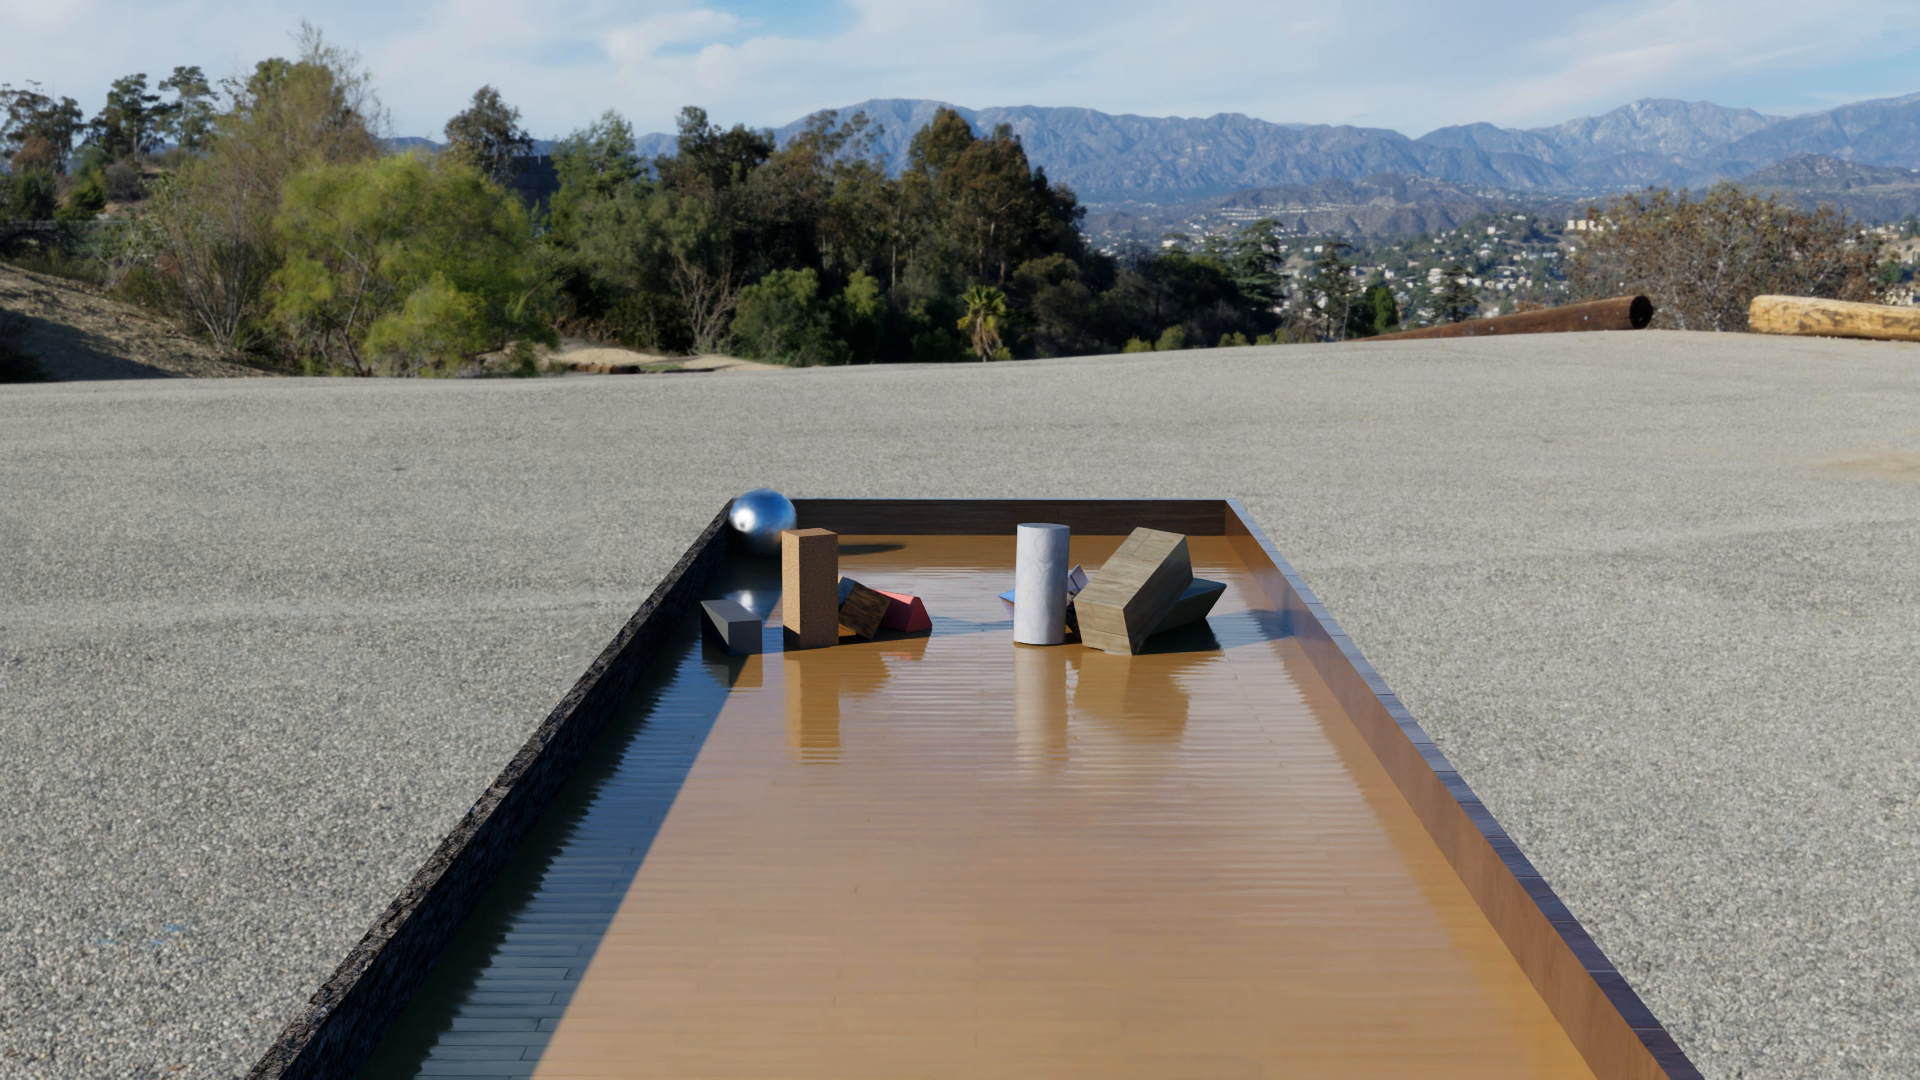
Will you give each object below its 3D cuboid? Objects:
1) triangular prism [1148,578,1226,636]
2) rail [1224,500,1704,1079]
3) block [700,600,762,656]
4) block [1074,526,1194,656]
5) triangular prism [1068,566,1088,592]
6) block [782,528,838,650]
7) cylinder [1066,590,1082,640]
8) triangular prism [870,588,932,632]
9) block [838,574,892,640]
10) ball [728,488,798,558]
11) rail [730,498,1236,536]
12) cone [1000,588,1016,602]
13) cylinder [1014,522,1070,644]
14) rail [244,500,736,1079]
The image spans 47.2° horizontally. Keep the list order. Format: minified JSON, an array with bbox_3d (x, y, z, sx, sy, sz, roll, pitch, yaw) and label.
[{"bbox_3d":[0.689,0.191,7.191,0.127,0.147,0.413,44,30,23],"label":"triangular prism"},{"bbox_3d":[1.046,0.843,3.208,0.050,0.150,12.000,0,9,1],"label":"rail"},{"bbox_3d":[-0.723,0.274,6.937,0.107,0.107,0.373,-3,10,-19],"label":"block"},{"bbox_3d":[0.548,0.157,6.902,0.176,0.176,0.412,10,39,33],"label":"block"},{"bbox_3d":[0.380,0.167,7.640,0.108,0.093,0.451,1,9,11],"label":"triangular prism"},{"bbox_3d":[-0.471,0.151,6.920,0.133,0.355,0.133,-5,10,-27],"label":"block"},{"bbox_3d":[0.391,0.244,7.117,0.111,0.111,0.312,-1,9,-7],"label":"cylinder"},{"bbox_3d":[-0.272,0.217,7.280,0.381,0.106,0.123,8,13,42],"label":"triangular prism"},{"bbox_3d":[-0.388,0.199,7.129,0.142,0.142,0.362,30,-6,-28],"label":"block"},{"bbox_3d":[-0.768,-0.068,8.577,0.270,0.270,0.270,0,9,0],"label":"ball"},{"bbox_3d":[0.099,-0.098,9.147,2.100,0.150,0.050,0,9,1],"label":"rail"},{"bbox_3d":[0.196,0.194,7.616,0.106,0.106,0.333,-4,1,-22],"label":"cone"},{"bbox_3d":[0.257,0.136,6.956,0.166,0.365,0.166,2,6,0],"label":"cylinder"},{"bbox_3d":[-1.004,0.839,3.234,0.050,0.150,12.000,0,9,1],"label":"rail"}]
